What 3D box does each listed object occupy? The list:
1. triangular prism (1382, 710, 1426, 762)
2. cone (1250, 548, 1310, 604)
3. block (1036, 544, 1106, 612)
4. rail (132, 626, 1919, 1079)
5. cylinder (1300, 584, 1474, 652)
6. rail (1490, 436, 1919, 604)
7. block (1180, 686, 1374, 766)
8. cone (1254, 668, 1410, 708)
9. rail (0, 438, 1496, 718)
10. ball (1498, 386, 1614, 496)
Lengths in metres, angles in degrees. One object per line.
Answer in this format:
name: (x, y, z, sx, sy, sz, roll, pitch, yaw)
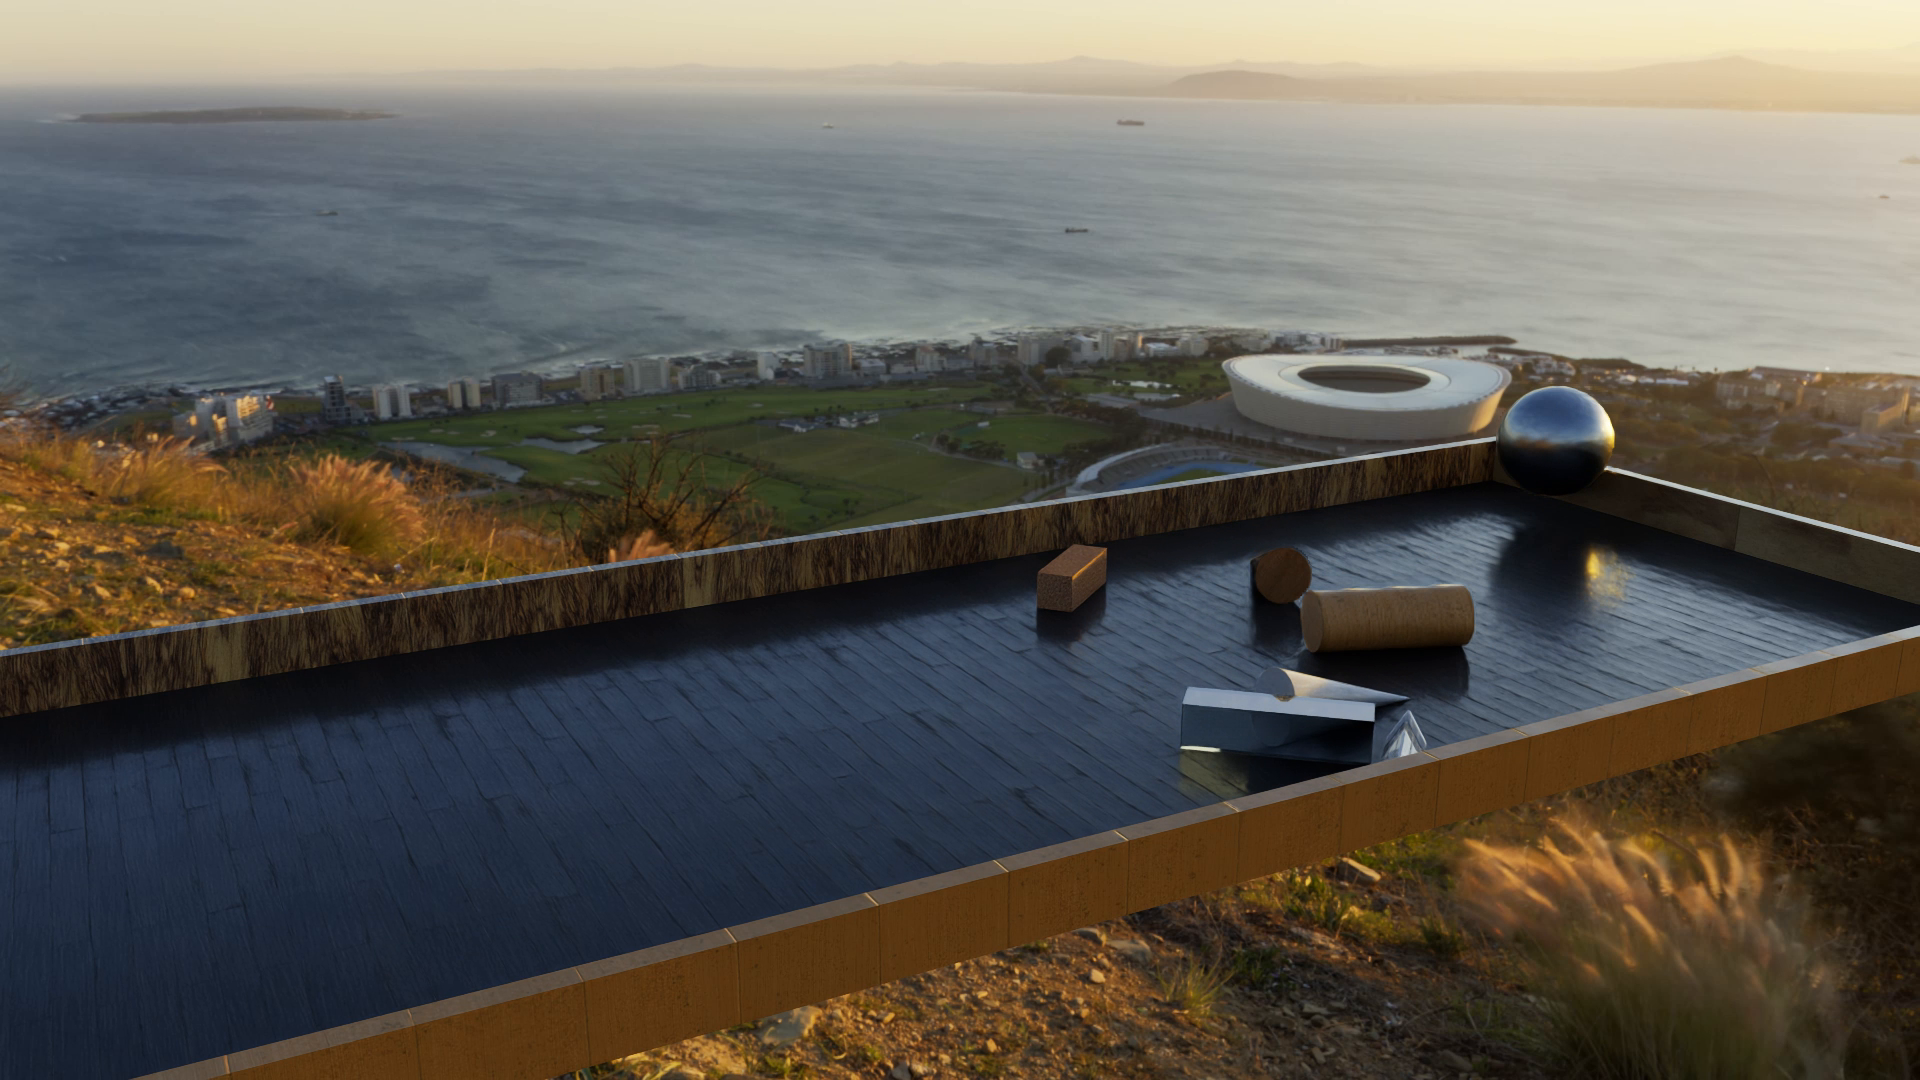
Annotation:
triangular prism: (0.960, 0.477, 3.591, 0.088, 0.076, 0.393, 5, 17, 18)
cone: (0.916, 0.082, 4.934, 0.162, 0.162, 0.422, -1, 6, -3)
block: (0.328, 0.108, 4.799, 0.105, 0.105, 0.306, 7, 18, 22)
rail: (-2.336, 1.006, 1.665, 12.000, 0.150, 0.050, -9, 18, -27)
cylinder: (1.129, 0.206, 4.365, 0.414, 0.163, 0.163, -2, 17, -8)
rail: (2.466, -0.048, 5.253, 0.050, 0.150, 2.100, -9, 18, -27)
block: (0.718, 0.421, 3.731, 0.421, 0.109, 0.109, 4, 17, 14)
cone: (0.919, 0.379, 3.935, 0.428, 0.149, 0.149, 3, 13, -28)
rail: (-3.305, 0.497, 3.399, 12.000, 0.150, 0.050, -9, 18, -27)
ball: (2.027, -0.338, 5.618, 0.374, 0.374, 0.374, 0, 16, 0)
